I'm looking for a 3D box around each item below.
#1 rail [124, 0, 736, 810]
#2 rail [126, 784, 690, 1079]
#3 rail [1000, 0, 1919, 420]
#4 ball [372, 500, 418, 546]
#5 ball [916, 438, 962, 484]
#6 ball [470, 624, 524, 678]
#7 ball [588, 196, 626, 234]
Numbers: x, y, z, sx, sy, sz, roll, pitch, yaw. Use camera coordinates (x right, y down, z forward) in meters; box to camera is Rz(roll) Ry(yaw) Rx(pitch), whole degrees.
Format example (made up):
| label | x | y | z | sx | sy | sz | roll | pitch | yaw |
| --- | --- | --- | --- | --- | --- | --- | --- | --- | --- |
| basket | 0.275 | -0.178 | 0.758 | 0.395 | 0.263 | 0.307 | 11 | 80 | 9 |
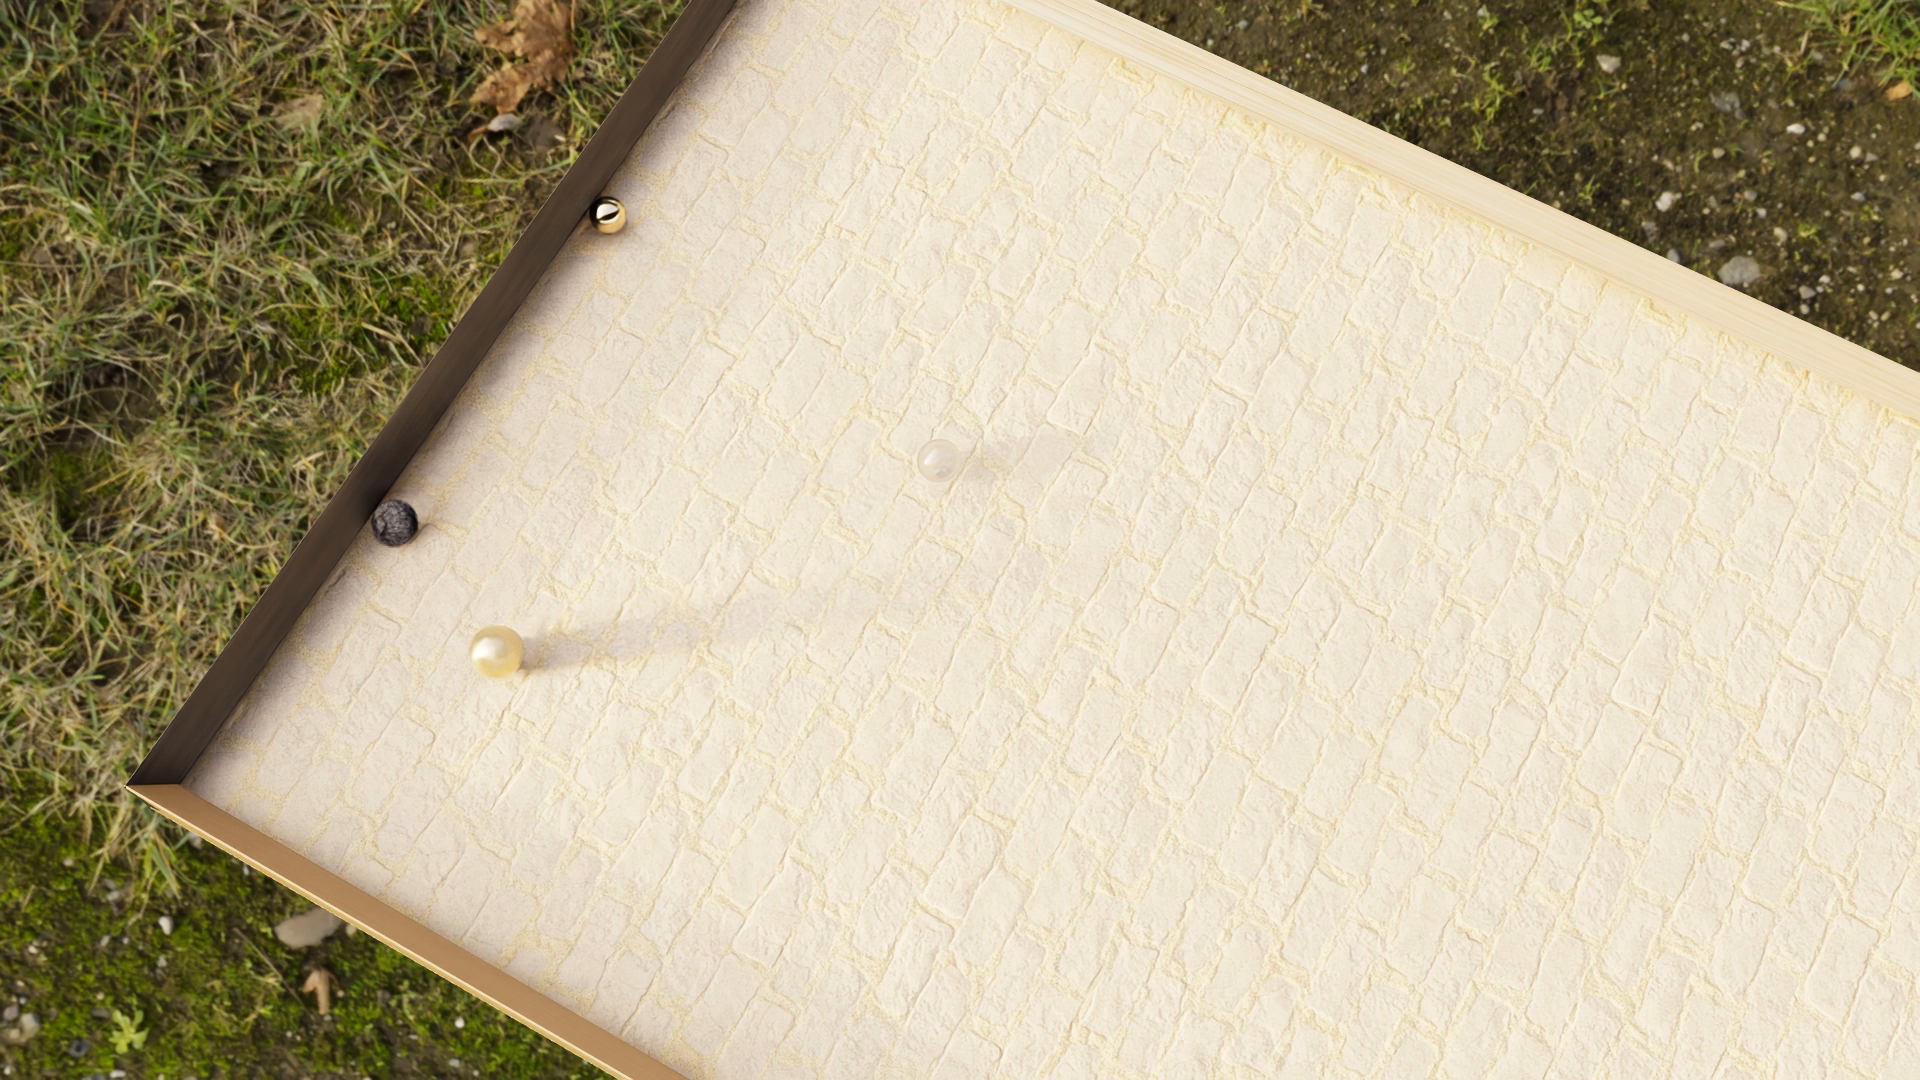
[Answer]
| label | x | y | z | sx | sy | sz | roll | pitch | yaw |
| --- | --- | --- | --- | --- | --- | --- | --- | --- | --- |
| rail | -0.753 | -0.391 | 3.641 | 0.045 | 0.107 | 1.948 | 27 | 70 | 11 |
| rail | 0.315 | 1.156 | 3.000 | 3.536 | 0.107 | 0.045 | 27 | 70 | 11 |
| rail | 1.233 | -0.382 | 3.638 | 3.536 | 0.107 | 0.045 | 27 | 70 | 11 |
| ball | -0.902 | -0.028 | 3.510 | 0.073 | 0.073 | 0.073 | 0 | 67 | 0 |
| ball | -0.033 | -0.127 | 3.552 | 0.073 | 0.073 | 0.073 | 0 | 67 | 0 |
| ball | -0.720 | 0.173 | 3.422 | 0.082 | 0.082 | 0.082 | 0 | 67 | 0 |
| ball | -0.598 | -0.551 | 3.733 | 0.063 | 0.063 | 0.063 | 0 | 67 | 0 |
